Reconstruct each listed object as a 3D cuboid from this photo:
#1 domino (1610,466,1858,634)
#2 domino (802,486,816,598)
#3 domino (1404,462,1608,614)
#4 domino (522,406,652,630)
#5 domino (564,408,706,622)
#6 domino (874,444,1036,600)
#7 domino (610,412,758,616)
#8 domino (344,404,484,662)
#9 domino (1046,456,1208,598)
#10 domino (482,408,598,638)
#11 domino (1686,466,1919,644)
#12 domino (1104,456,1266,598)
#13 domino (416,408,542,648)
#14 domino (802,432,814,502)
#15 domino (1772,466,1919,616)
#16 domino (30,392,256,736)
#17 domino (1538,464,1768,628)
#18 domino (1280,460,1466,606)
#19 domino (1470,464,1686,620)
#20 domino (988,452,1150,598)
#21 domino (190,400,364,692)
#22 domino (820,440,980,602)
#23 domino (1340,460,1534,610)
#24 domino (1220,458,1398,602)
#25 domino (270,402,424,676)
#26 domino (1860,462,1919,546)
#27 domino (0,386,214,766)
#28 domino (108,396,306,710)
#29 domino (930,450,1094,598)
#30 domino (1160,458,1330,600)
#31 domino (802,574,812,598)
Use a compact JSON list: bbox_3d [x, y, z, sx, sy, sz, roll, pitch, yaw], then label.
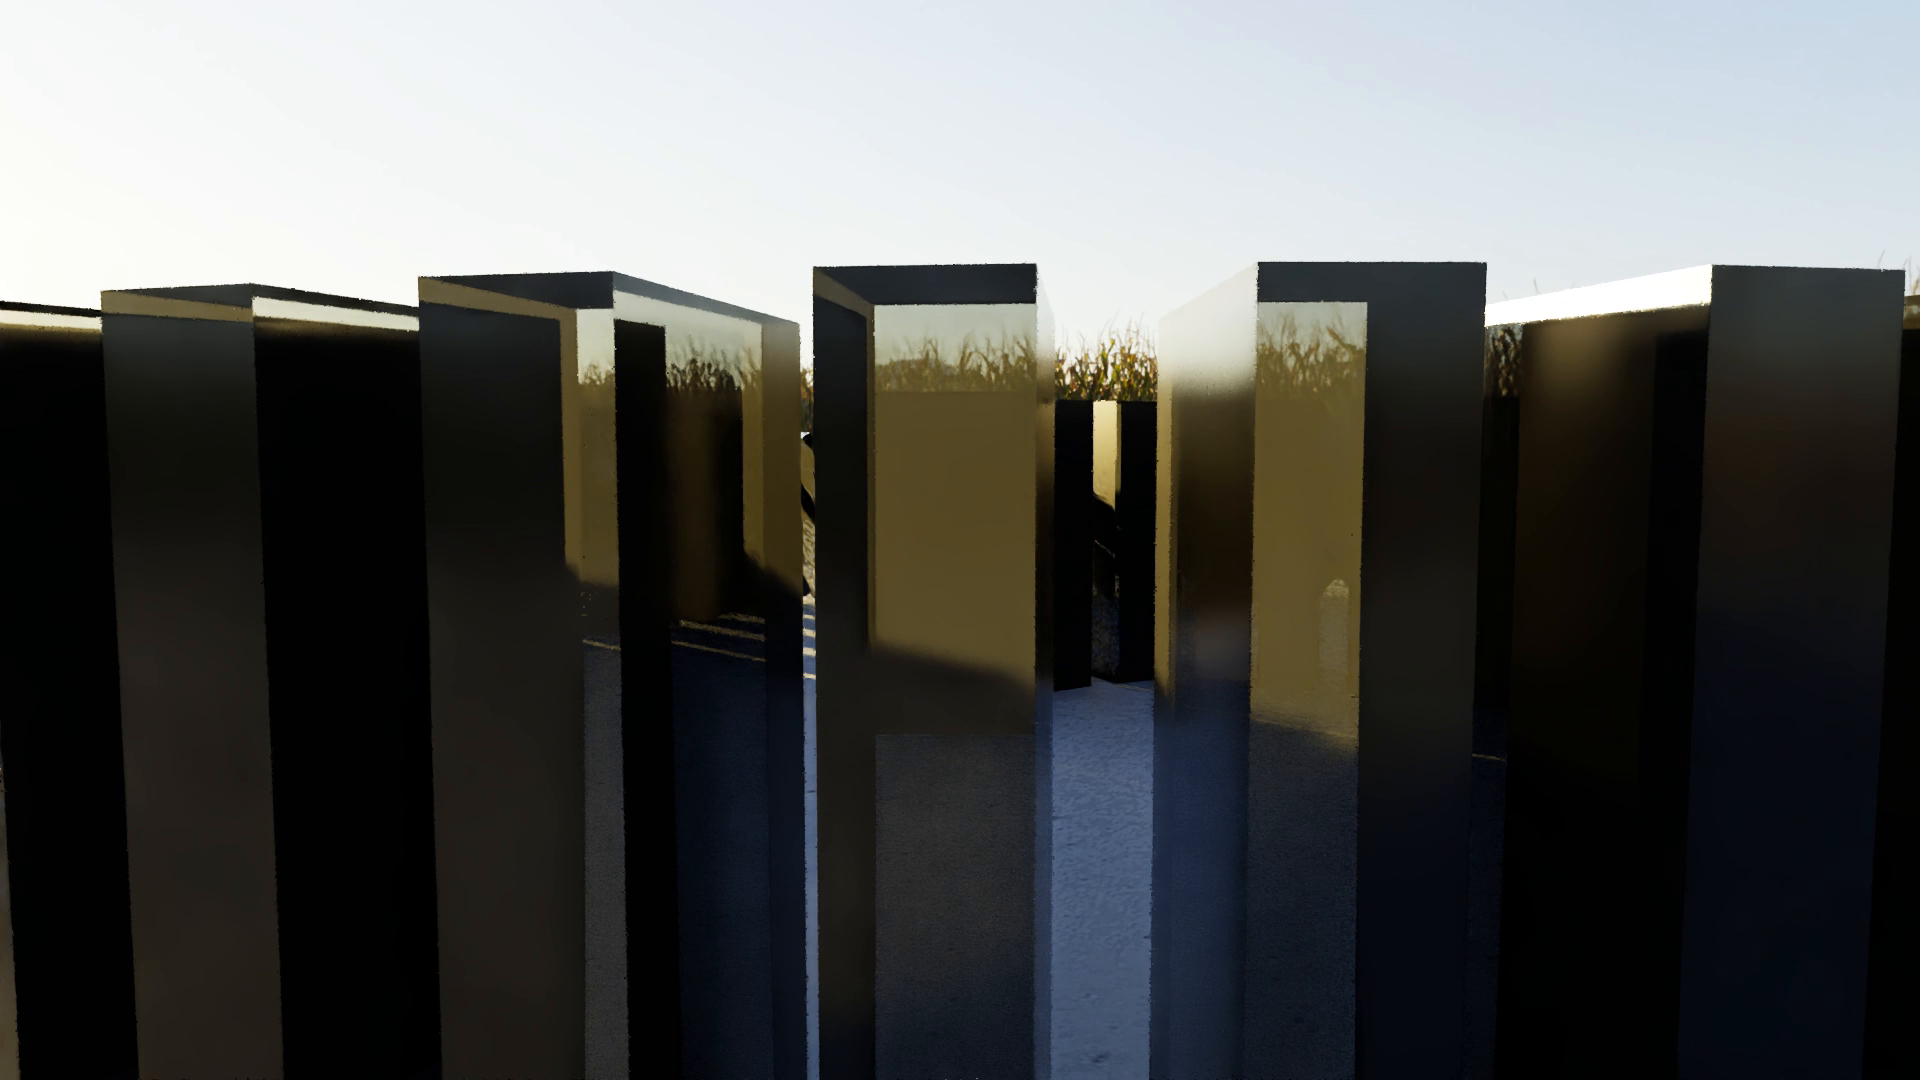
[{"bbox_3d":[0.184,0.001,0.306,0.025,0.010,0.050,-4,41,-40],"label":"domino"},{"bbox_3d":[-0.045,-0.007,0.341,0.010,0.050,0.025,-36,16,-16],"label":"domino"},{"bbox_3d":[0.144,-0.001,0.338,0.050,0.009,0.025,45,29,27],"label":"domino"},{"bbox_3d":[-0.087,-0.005,0.301,0.025,0.050,0.010,3,14,37],"label":"domino"},{"bbox_3d":[-0.079,-0.006,0.312,0.025,0.050,0.010,4,22,43],"label":"domino"},{"bbox_3d":[-0.002,-0.005,0.358,0.009,0.050,0.025,-45,10,-4],"label":"domino"},{"bbox_3d":[-0.069,-0.007,0.323,0.010,0.050,0.025,-30,21,-33],"label":"domino"},{"bbox_3d":[-0.110,-0.002,0.259,0.025,0.050,0.010,2,5,22],"label":"domino"},{"bbox_3d":[0.047,-0.005,0.366,0.050,0.009,0.025,40,6,0],"label":"domino"},{"bbox_3d":[-0.095,-0.004,0.289,0.025,0.050,0.010,3,6,33],"label":"domino"},{"bbox_3d":[0.195,0.002,0.293,0.025,0.010,0.050,-3,41,-36],"label":"domino"},{"bbox_3d":[0.064,-0.004,0.366,0.050,0.010,0.025,40,9,4],"label":"domino"},{"bbox_3d":[-0.103,-0.003,0.274,0.025,0.050,0.009,2,5,27],"label":"domino"},{"bbox_3d":[-0.032,-0.006,0.347,0.010,0.050,0.025,-40,15,-11],"label":"domino"},{"bbox_3d":[0.207,0.003,0.280,0.025,0.009,0.050,-2,42,-28],"label":"domino"},{"bbox_3d":[-0.122,0.003,0.192,0.025,0.050,0.010,-1,4,-7],"label":"domino"},{"bbox_3d":[0.171,0.000,0.318,0.025,0.010,0.050,-4,42,-44],"label":"domino"},{"bbox_3d":[0.114,-0.003,0.355,0.050,0.009,0.025,43,24,22],"label":"domino"},{"bbox_3d":[0.158,-0.001,0.328,0.025,0.010,0.050,-5,42,-48],"label":"domino"},{"bbox_3d":[0.030,-0.005,0.365,0.050,0.010,0.025,41,3,-4],"label":"domino"},{"bbox_3d":[-0.120,0.001,0.226,0.025,0.050,0.010,1,4,11],"label":"domino"},{"bbox_3d":[-0.017,-0.006,0.353,0.010,0.050,0.025,-43,12,-7],"label":"domino"},{"bbox_3d":[0.129,-0.002,0.347,0.050,0.010,0.025,44,26,24],"label":"domino"},{"bbox_3d":[0.098,-0.004,0.361,0.050,0.010,0.025,42,20,18],"label":"domino"},{"bbox_3d":[-0.116,-0.001,0.243,0.025,0.050,0.009,1,4,17],"label":"domino"},{"bbox_3d":[0.217,0.003,0.265,0.025,0.010,0.050,-2,43,-22],"label":"domino"},{"bbox_3d":[-0.118,0.004,0.175,0.025,0.050,0.010,-1,4,-15],"label":"domino"},{"bbox_3d":[-0.122,0.002,0.209,0.025,0.050,0.010,0,4,3],"label":"domino"},{"bbox_3d":[0.014,-0.005,0.362,0.050,0.010,0.025,43,0,-7],"label":"domino"},{"bbox_3d":[0.082,-0.004,0.365,0.050,0.009,0.025,41,16,12],"label":"domino"},{"bbox_3d":[-0.058,-0.007,0.332,0.010,0.050,0.025,-33,19,-24],"label":"domino"}]
